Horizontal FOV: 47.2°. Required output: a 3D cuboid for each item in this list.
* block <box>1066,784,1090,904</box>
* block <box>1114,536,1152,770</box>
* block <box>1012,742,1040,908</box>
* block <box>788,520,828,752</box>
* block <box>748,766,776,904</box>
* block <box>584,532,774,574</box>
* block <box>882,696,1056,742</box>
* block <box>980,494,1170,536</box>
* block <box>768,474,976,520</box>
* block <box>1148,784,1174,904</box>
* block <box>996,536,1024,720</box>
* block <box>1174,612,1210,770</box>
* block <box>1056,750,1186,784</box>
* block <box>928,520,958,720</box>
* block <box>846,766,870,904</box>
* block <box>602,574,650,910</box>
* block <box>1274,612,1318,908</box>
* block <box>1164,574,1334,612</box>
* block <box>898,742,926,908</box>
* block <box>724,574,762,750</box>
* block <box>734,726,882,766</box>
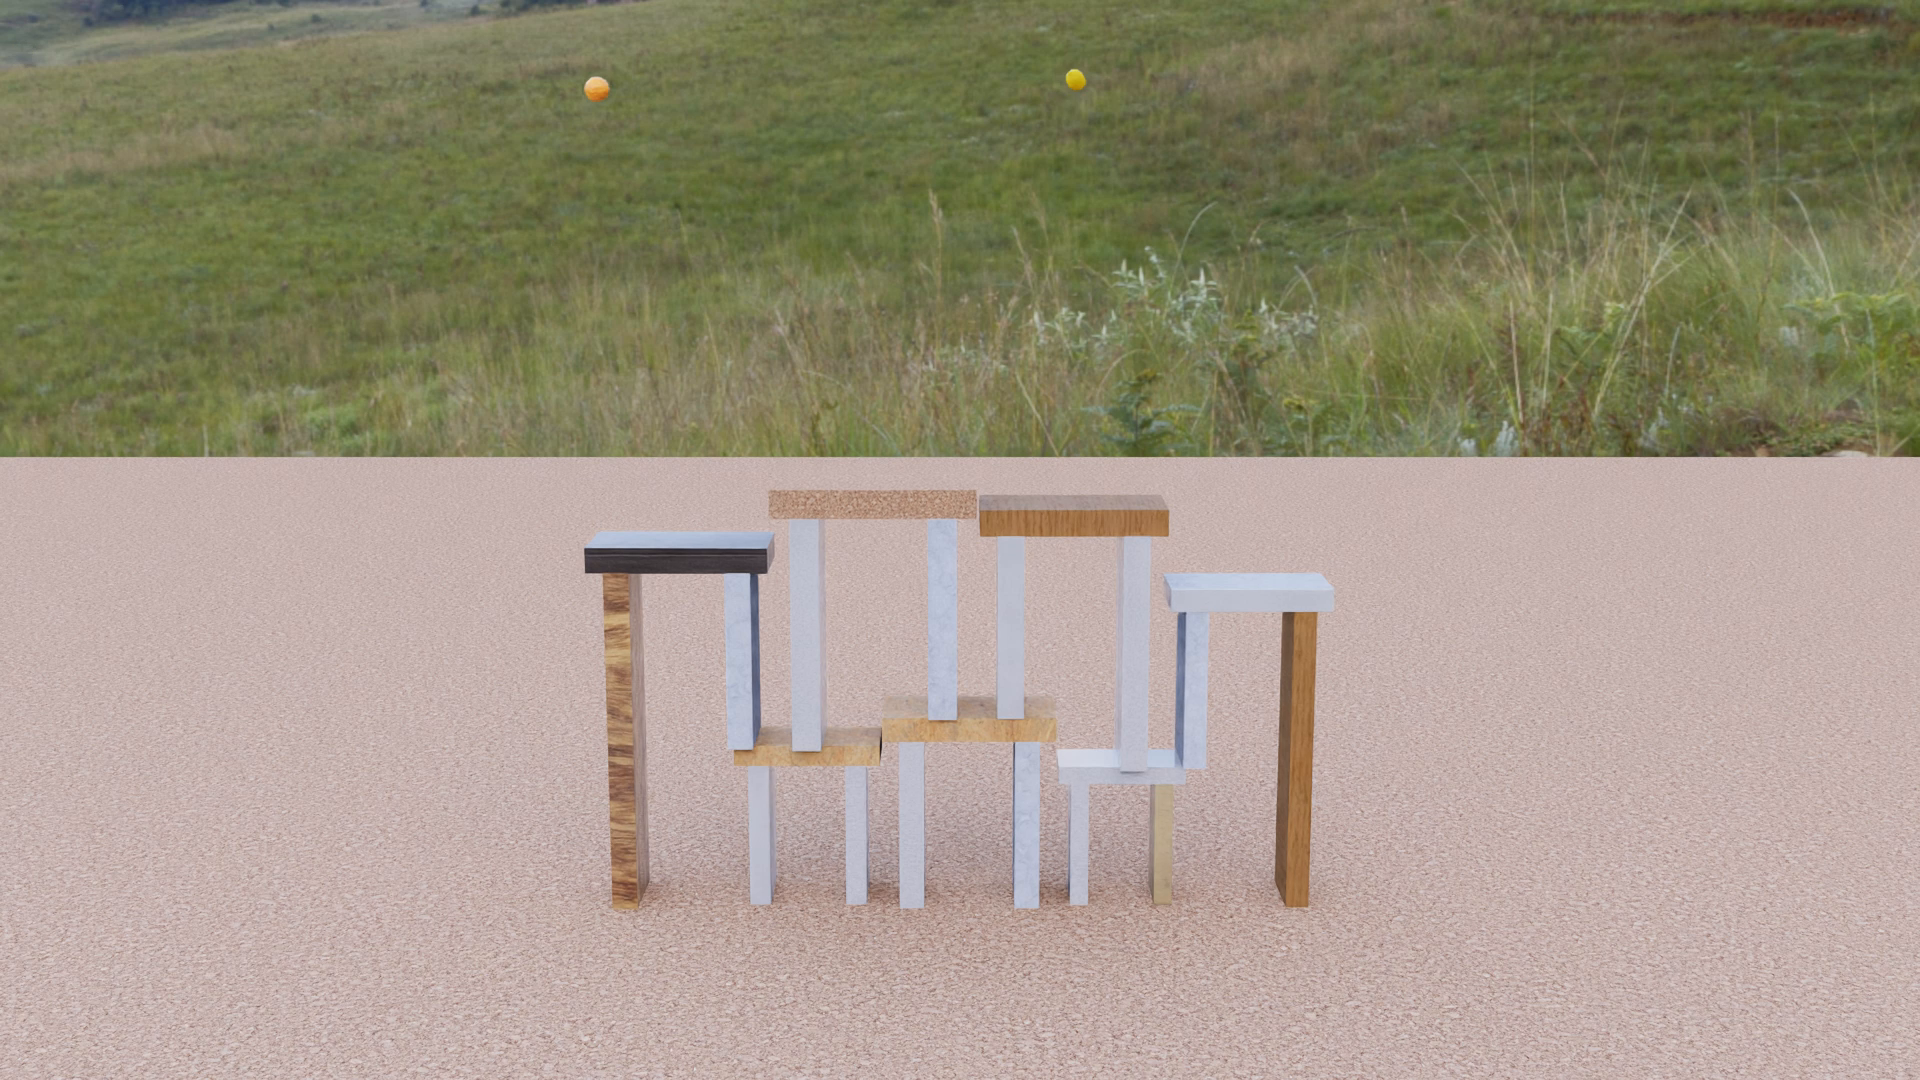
[{"bbox_3d":[0.195,0.489,3.647,0.029,0.206,0.103,0,11,0],"label":"block"},{"bbox_3d":[0.281,0.170,3.588,0.042,0.385,0.149,0,11,0],"label":"block"},{"bbox_3d":[0.109,0.452,3.642,0.040,0.282,0.141,0,11,0],"label":"block"},{"bbox_3d":[-0.247,0.138,3.583,0.046,0.379,0.164,0,11,0],"label":"block"},{"bbox_3d":[-0.328,0.473,3.652,0.034,0.237,0.118,0,10,0],"label":"block"},{"bbox_3d":[-0.451,0.020,3.560,0.290,0.041,0.145,0,11,0],"label":"block"},{"bbox_3d":[0.015,0.294,3.613,0.282,0.040,0.141,0,11,0],"label":"block"},{"bbox_3d":[0.181,-0.040,3.549,0.299,0.042,0.149,0,11,0],"label":"block"},{"bbox_3d":[-0.137,-0.071,3.544,0.328,0.046,0.164,0,11,0],"label":"block"},{"bbox_3d":[0.333,0.489,3.647,0.029,0.206,0.103,0,10,0],"label":"block"},{"bbox_3d":[0.081,0.127,3.580,0.042,0.299,0.149,0,11,0],"label":"block"},{"bbox_3d":[0.379,0.231,3.601,0.037,0.260,0.130,0,11,-1],"label":"block"},{"bbox_3d":[0.264,0.373,3.626,0.206,0.029,0.103,0,11,0],"label":"block"},{"bbox_3d":[-0.028,0.113,3.578,0.046,0.328,0.164,0,11,0],"label":"block"},{"bbox_3d":[-0.170,0.473,3.652,0.034,0.237,0.118,0,11,0],"label":"block"},{"bbox_3d":[-0.547,0.315,3.615,0.041,0.560,0.145,0,11,0],"label":"block"},{"bbox_3d":[0.553,0.347,3.623,0.037,0.495,0.130,0,11,0],"label":"block"},{"bbox_3d":[0.467,0.085,3.573,0.260,0.037,0.130,0,11,-1],"label":"block"},{"bbox_3d":[-0.079,0.452,3.642,0.040,0.282,0.141,0,11,0],"label":"block"},{"bbox_3d":[-0.354,0.182,3.590,0.041,0.290,0.145,0,11,0],"label":"block"},{"bbox_3d":[-0.249,0.340,3.628,0.237,0.034,0.118,0,11,0],"label":"block"}]
